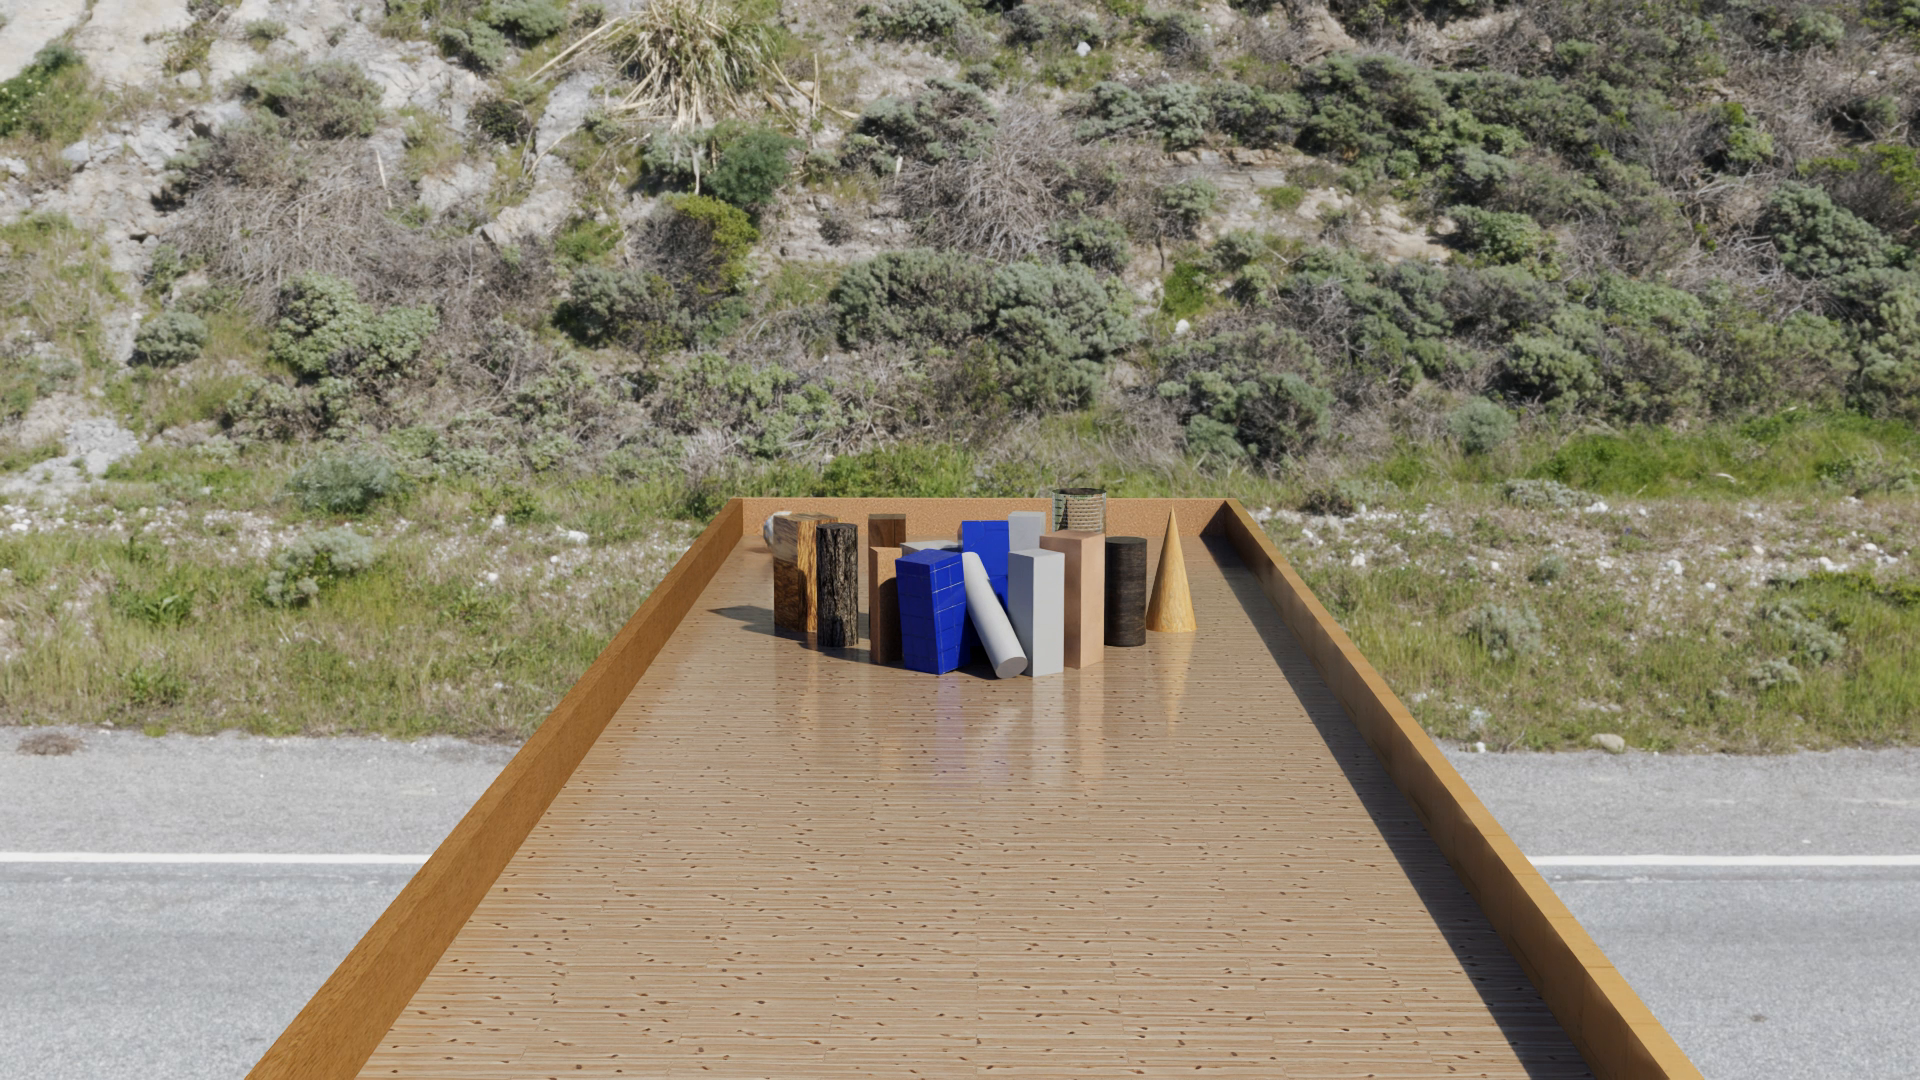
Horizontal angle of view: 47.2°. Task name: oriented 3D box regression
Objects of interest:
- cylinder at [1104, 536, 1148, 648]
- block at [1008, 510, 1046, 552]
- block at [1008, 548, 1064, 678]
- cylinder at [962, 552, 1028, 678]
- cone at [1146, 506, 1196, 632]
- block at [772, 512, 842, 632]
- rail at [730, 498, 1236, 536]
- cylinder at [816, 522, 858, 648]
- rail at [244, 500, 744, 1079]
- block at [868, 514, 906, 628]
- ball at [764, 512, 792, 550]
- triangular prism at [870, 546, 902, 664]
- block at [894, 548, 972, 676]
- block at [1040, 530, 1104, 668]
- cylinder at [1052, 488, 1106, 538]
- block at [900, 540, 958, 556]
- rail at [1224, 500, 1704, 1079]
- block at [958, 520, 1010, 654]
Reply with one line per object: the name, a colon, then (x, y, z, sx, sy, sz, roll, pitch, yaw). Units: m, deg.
cylinder: (0.516, 0.162, 6.936, 0.145, 0.329, 0.145, 0, 9, 0)
block: (0.210, 0.120, 6.938, 0.103, 0.411, 0.103, 2, 9, 11)
block: (0.225, 0.214, 6.516, 0.118, 0.358, 0.118, -7, 11, -38)
cylinder: (0.082, 0.221, 6.535, 0.100, 0.100, 0.412, -4, 49, -26)
cone: (0.689, 0.083, 7.172, 0.174, 0.411, 0.174, 0, 9, 0)
block: (-0.499, 0.103, 7.209, 0.165, 0.361, 0.165, -6, 11, -32)
rail: (0.099, -0.098, 9.147, 2.100, 0.150, 0.050, 0, 9, 1)
cylinder: (-0.386, 0.141, 6.923, 0.130, 0.375, 0.130, 0, 9, 0)
rail: (-1.004, 0.839, 3.234, 0.050, 0.150, 12.000, 0, 9, 1)
block: (-0.238, 0.101, 7.225, 0.122, 0.360, 0.122, 0, 9, -1)
ball: (-0.696, -0.032, 8.687, 0.164, 0.164, 0.164, 0, 9, 0)
triangular prism: (-0.241, 0.195, 6.681, 0.085, 0.343, 0.098, 8, 12, 43)
block: (-0.079, 0.212, 6.545, 0.141, 0.338, 0.141, 8, 19, 42)
block: (0.338, 0.177, 6.646, 0.145, 0.391, 0.145, 6, 11, 32)
cylinder: (0.387, 0.065, 7.164, 0.176, 0.450, 0.176, 0, 9, 0)
block: (-0.083, 0.170, 6.936, 0.165, 0.312, 0.165, -4, 9, -23)
rail: (1.046, 0.843, 3.208, 0.050, 0.150, 12.000, 0, 9, 1)
block: (0.076, 0.146, 6.766, 0.143, 0.388, 0.143, -1, -12, -7)
